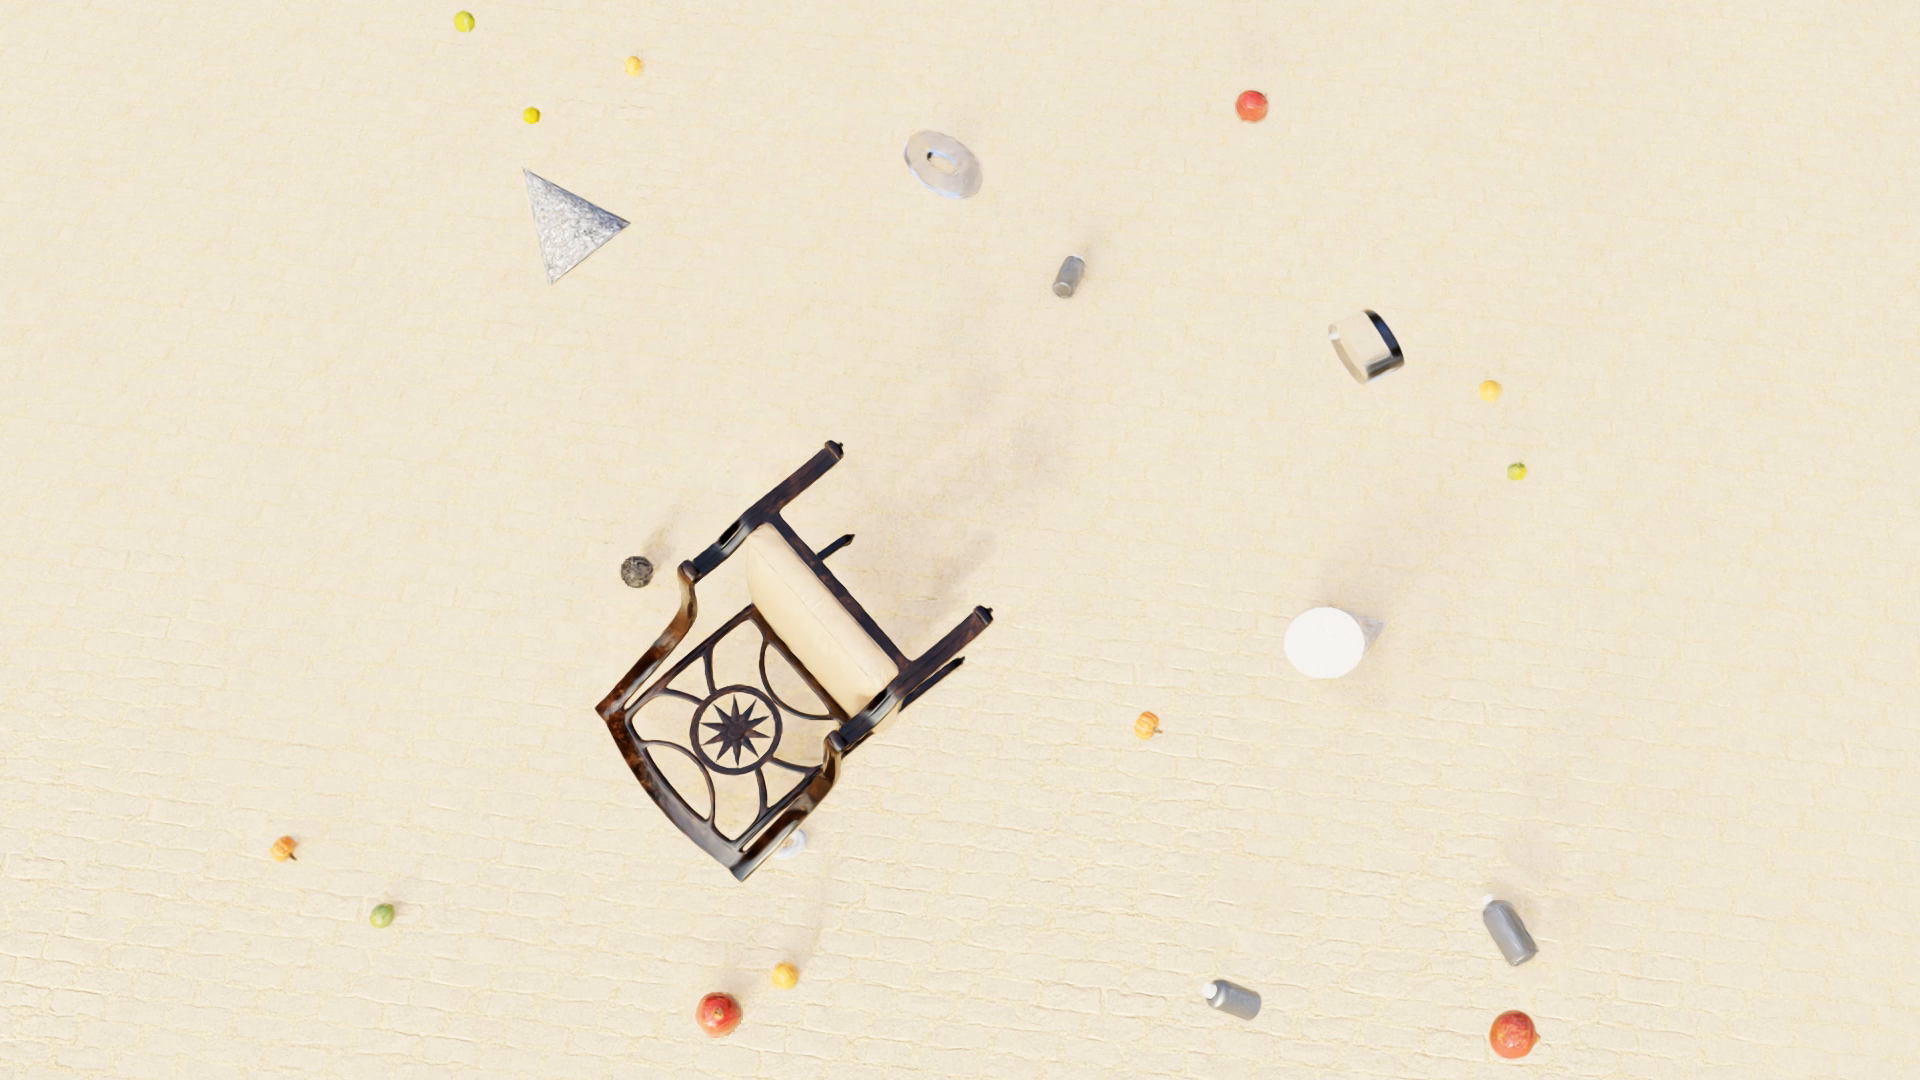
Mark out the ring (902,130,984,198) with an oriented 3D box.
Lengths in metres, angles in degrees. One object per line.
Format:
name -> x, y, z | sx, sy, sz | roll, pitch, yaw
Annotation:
ring -> -0.056, -1.258, 7.370 | 0.226, 0.063, 0.323 | -36, 69, -27

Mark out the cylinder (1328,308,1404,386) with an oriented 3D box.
cylinder -> 1.107, -0.528, 5.994 | 0.112, 0.149, 0.224 | -25, 45, -5

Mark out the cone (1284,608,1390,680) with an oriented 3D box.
cone -> 1.142, 0.267, 6.320 | 0.294, 0.300, 0.203 | -13, 87, -39

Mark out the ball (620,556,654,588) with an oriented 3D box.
ball -> -0.948, 0.093, 6.452 | 0.098, 0.098, 0.098 | 0, 56, 0

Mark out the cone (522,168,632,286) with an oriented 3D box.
cone -> -1.155, -0.941, 6.287 | 0.309, 0.315, 0.261 | 53, 32, -11

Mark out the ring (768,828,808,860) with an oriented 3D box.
ring -> -0.470, 0.827, 6.002 | 0.116, 0.029, 0.089 | -28, 60, -18
